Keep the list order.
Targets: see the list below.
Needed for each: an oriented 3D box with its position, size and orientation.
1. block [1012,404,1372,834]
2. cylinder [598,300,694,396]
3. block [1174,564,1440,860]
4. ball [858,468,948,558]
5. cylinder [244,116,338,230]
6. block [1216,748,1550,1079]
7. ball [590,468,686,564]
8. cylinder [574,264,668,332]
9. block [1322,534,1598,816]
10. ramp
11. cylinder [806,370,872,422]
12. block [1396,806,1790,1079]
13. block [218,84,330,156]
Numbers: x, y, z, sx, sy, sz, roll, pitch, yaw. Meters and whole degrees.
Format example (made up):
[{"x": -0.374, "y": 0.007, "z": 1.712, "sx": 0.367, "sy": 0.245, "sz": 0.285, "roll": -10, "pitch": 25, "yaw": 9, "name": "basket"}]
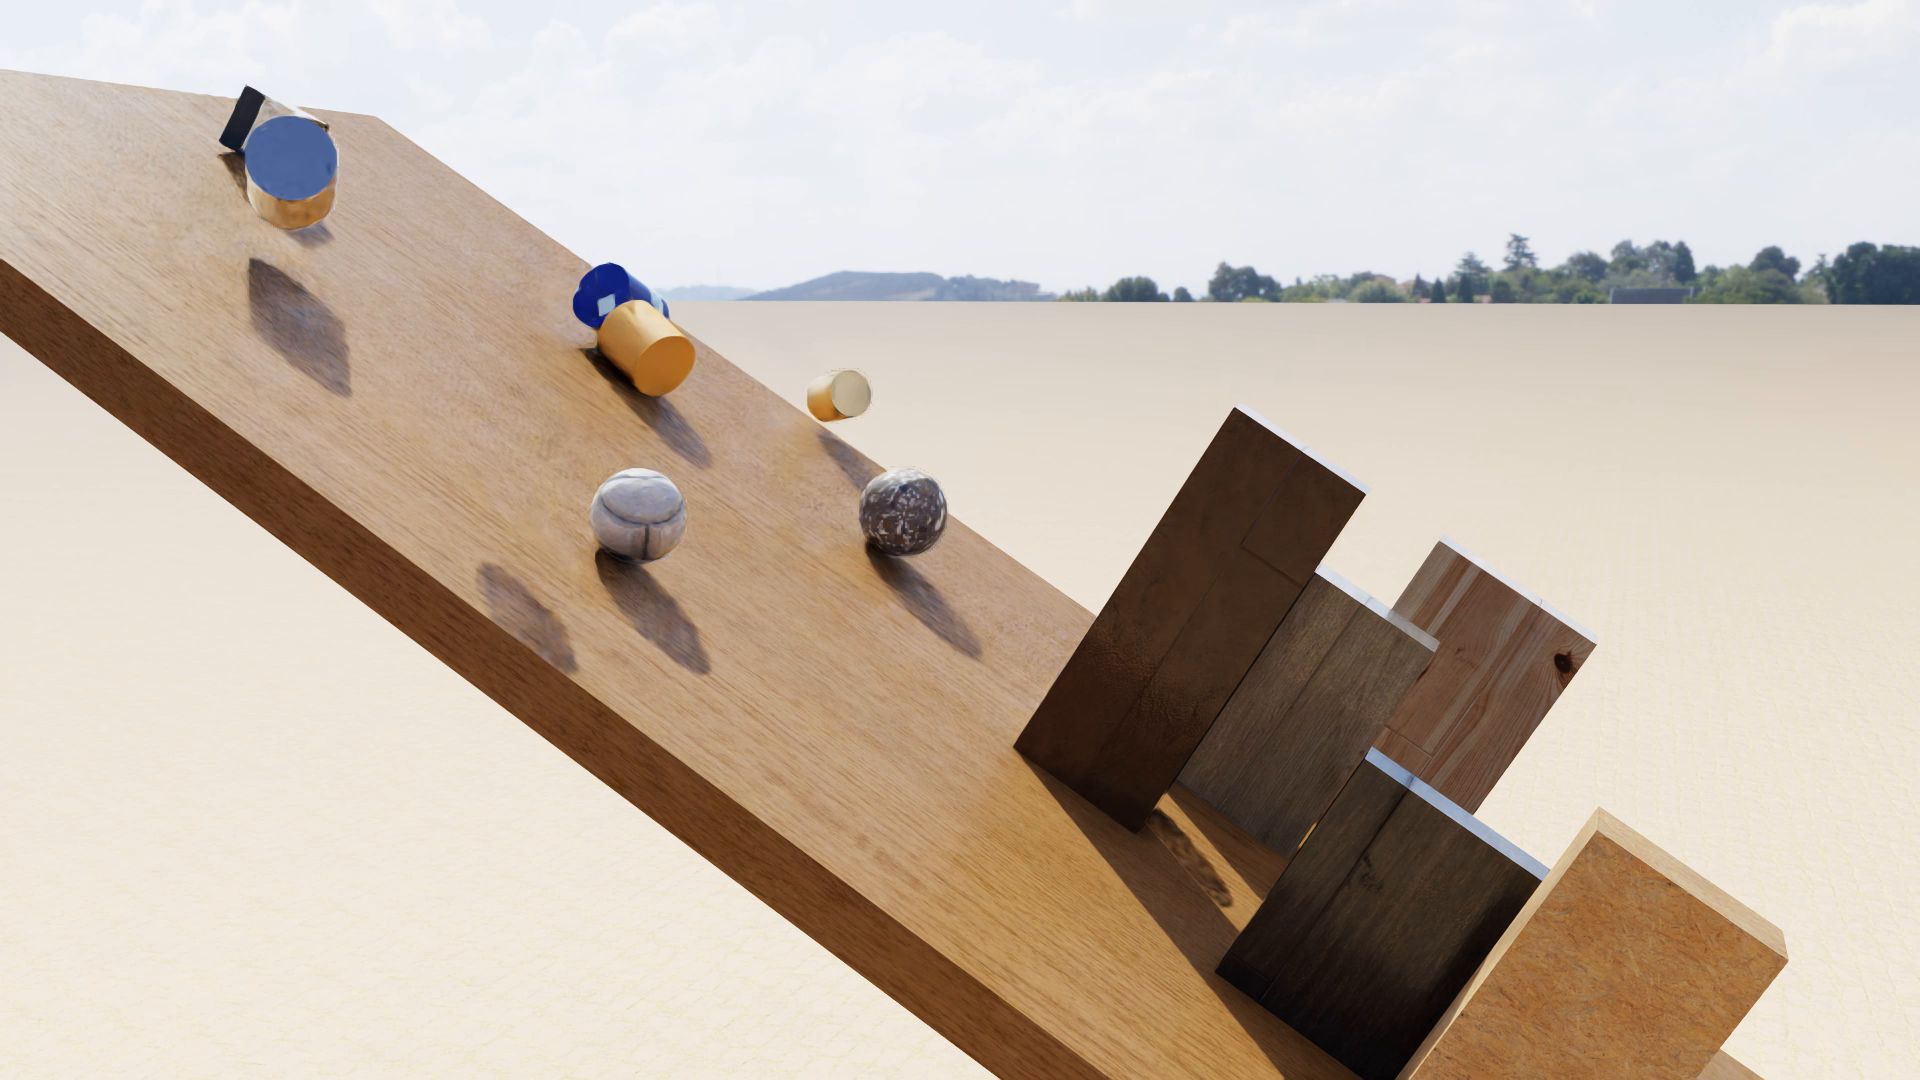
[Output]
[{"x": 0.403, "y": 0.142, "z": 3.869, "sx": 0.269, "sy": 0.732, "sz": 0.089, "roll": 35, "pitch": 15, "yaw": 11, "name": "block"}, {"x": -0.661, "y": -0.404, "z": 4.628, "sx": 0.148, "sy": 0.148, "sz": 0.148, "roll": -7, "pitch": 39, "yaw": -44, "name": "cylinder"}, {"x": 0.621, "y": 0.299, "z": 4.262, "sx": 0.385, "sy": 0.497, "sz": 0.122, "roll": 35, "pitch": 15, "yaw": 11, "name": "block"}, {"x": -0.117, "y": -0.057, "z": 4.532, "sx": 0.184, "sy": 0.184, "sz": 0.184, "roll": 0, "pitch": 7, "yaw": 0, "name": "ball"}, {"x": -1.228, "y": -0.673, "z": 4.040, "sx": 0.160, "sy": 0.160, "sz": 0.160, "roll": -2, "pitch": -11, "yaw": -17, "name": "cylinder"}, {"x": 0.682, "y": 0.616, "z": 3.497, "sx": 0.366, "sy": 0.433, "sz": 0.094, "roll": 35, "pitch": 15, "yaw": 11, "name": "block"}, {"x": -0.539, "y": -0.040, "z": 3.684, "sx": 0.161, "sy": 0.161, "sz": 0.161, "roll": 0, "pitch": 7, "yaw": 0, "name": "ball"}, {"x": -0.728, "y": -0.498, "z": 4.726, "sx": 0.146, "sy": 0.146, "sz": 0.146, "roll": 4, "pitch": -17, "yaw": 30, "name": "cylinder"}, {"x": 0.990, "y": 0.352, "z": 4.593, "sx": 0.376, "sy": 0.617, "sz": 0.115, "roll": 35, "pitch": 15, "yaw": 11, "name": "block"}, {"x": -0.141, "y": 0.235, "z": 4.106, "sx": 4.000, "sy": 0.100, "sz": 2.000, "roll": 35, "pitch": 15, "yaw": 11, "name": "ramp"}, {"x": -0.281, "y": -0.332, "z": 5.092, "sx": 0.110, "sy": 0.110, "sz": 0.110, "roll": -5, "pitch": -2, "yaw": -34, "name": "cylinder"}, {"x": 0.864, "y": 0.727, "z": 3.150, "sx": 0.303, "sy": 0.614, "sz": 0.145, "roll": 35, "pitch": 15, "yaw": 11, "name": "block"}, {"x": -1.404, "y": -0.832, "z": 4.505, "sx": 0.130, "sy": 0.130, "sz": 0.130, "roll": 29, "pitch": 5, "yaw": 14, "name": "block"}]
